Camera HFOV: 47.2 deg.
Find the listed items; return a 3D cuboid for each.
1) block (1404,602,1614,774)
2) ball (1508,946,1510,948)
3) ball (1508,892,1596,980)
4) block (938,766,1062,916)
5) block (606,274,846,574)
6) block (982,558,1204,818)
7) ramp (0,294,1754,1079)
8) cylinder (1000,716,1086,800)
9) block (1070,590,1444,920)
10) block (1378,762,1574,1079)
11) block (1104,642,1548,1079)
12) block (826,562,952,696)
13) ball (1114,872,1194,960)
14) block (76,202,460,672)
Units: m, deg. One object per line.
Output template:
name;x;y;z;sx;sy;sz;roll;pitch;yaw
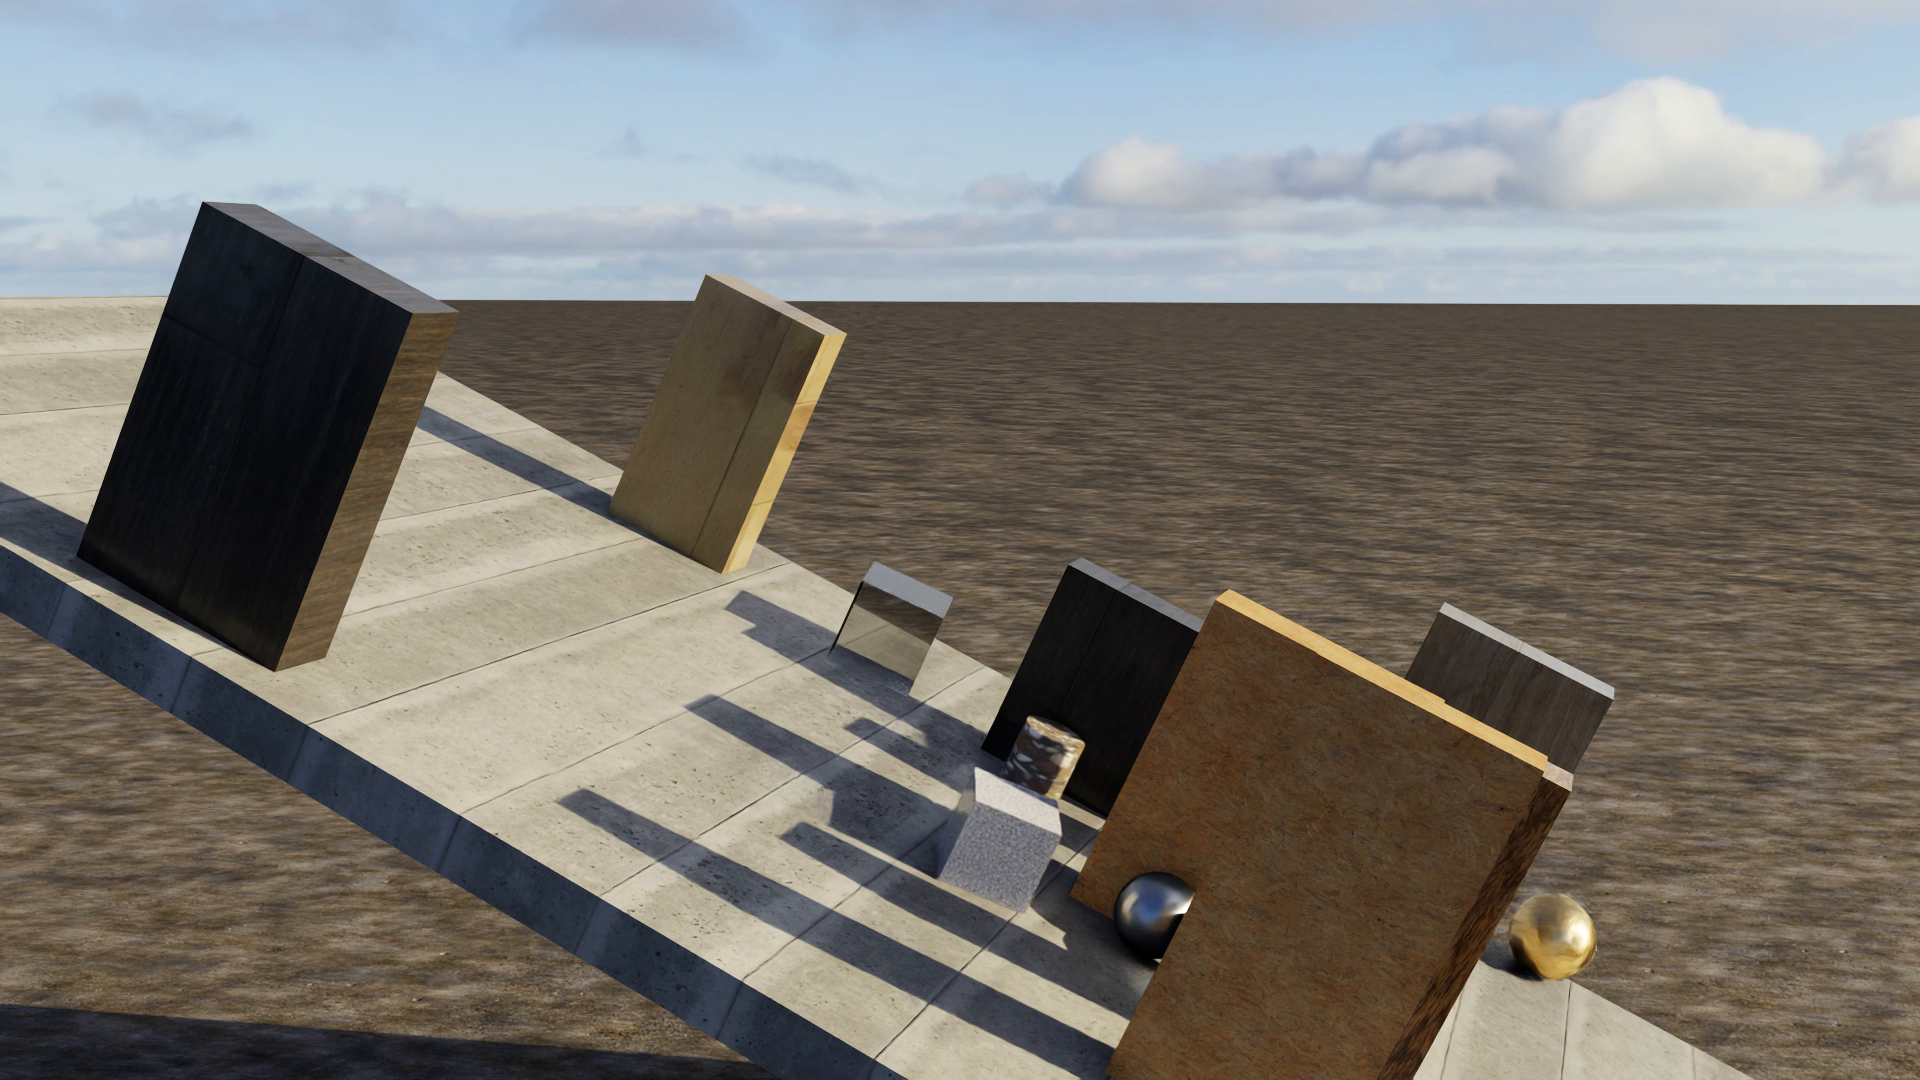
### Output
block;0.913;0.521;4.187;0.349;0.715;0.122;28;14;12
ball;1.399;1.108;5.687;0.119;0.119;0.119;0;7;0
ball;1.268;0.849;4.713;0.182;0.182;0.182;0;7;0
block;0.068;0.528;3.871;0.162;0.162;0.162;23;14;-6
block;-0.524;-0.261;4.921;0.308;0.587;0.136;28;14;12
block;0.332;0.331;4.504;0.427;0.433;0.115;28;14;12
ramp;-0.262;0.446;4.169;4.000;0.100;2.000;28;14;12
cylinder;0.166;0.444;4.435;0.130;0.130;0.130;23;13;-6
block;0.529;0.465;3.948;0.429;0.613;0.138;28;14;12
block;0.726;0.622;3.582;0.248;0.666;0.120;28;14;12
block;0.543;0.569;3.308;0.360;0.739;0.102;28;14;12
block;-0.148;0.189;4.725;0.189;0.189;0.189;25;13;1
ball;0.347;0.661;3.874;0.153;0.153;0.153;0;7;0
block;-1.098;-0.165;3.478;0.399;0.619;0.140;28;14;12
